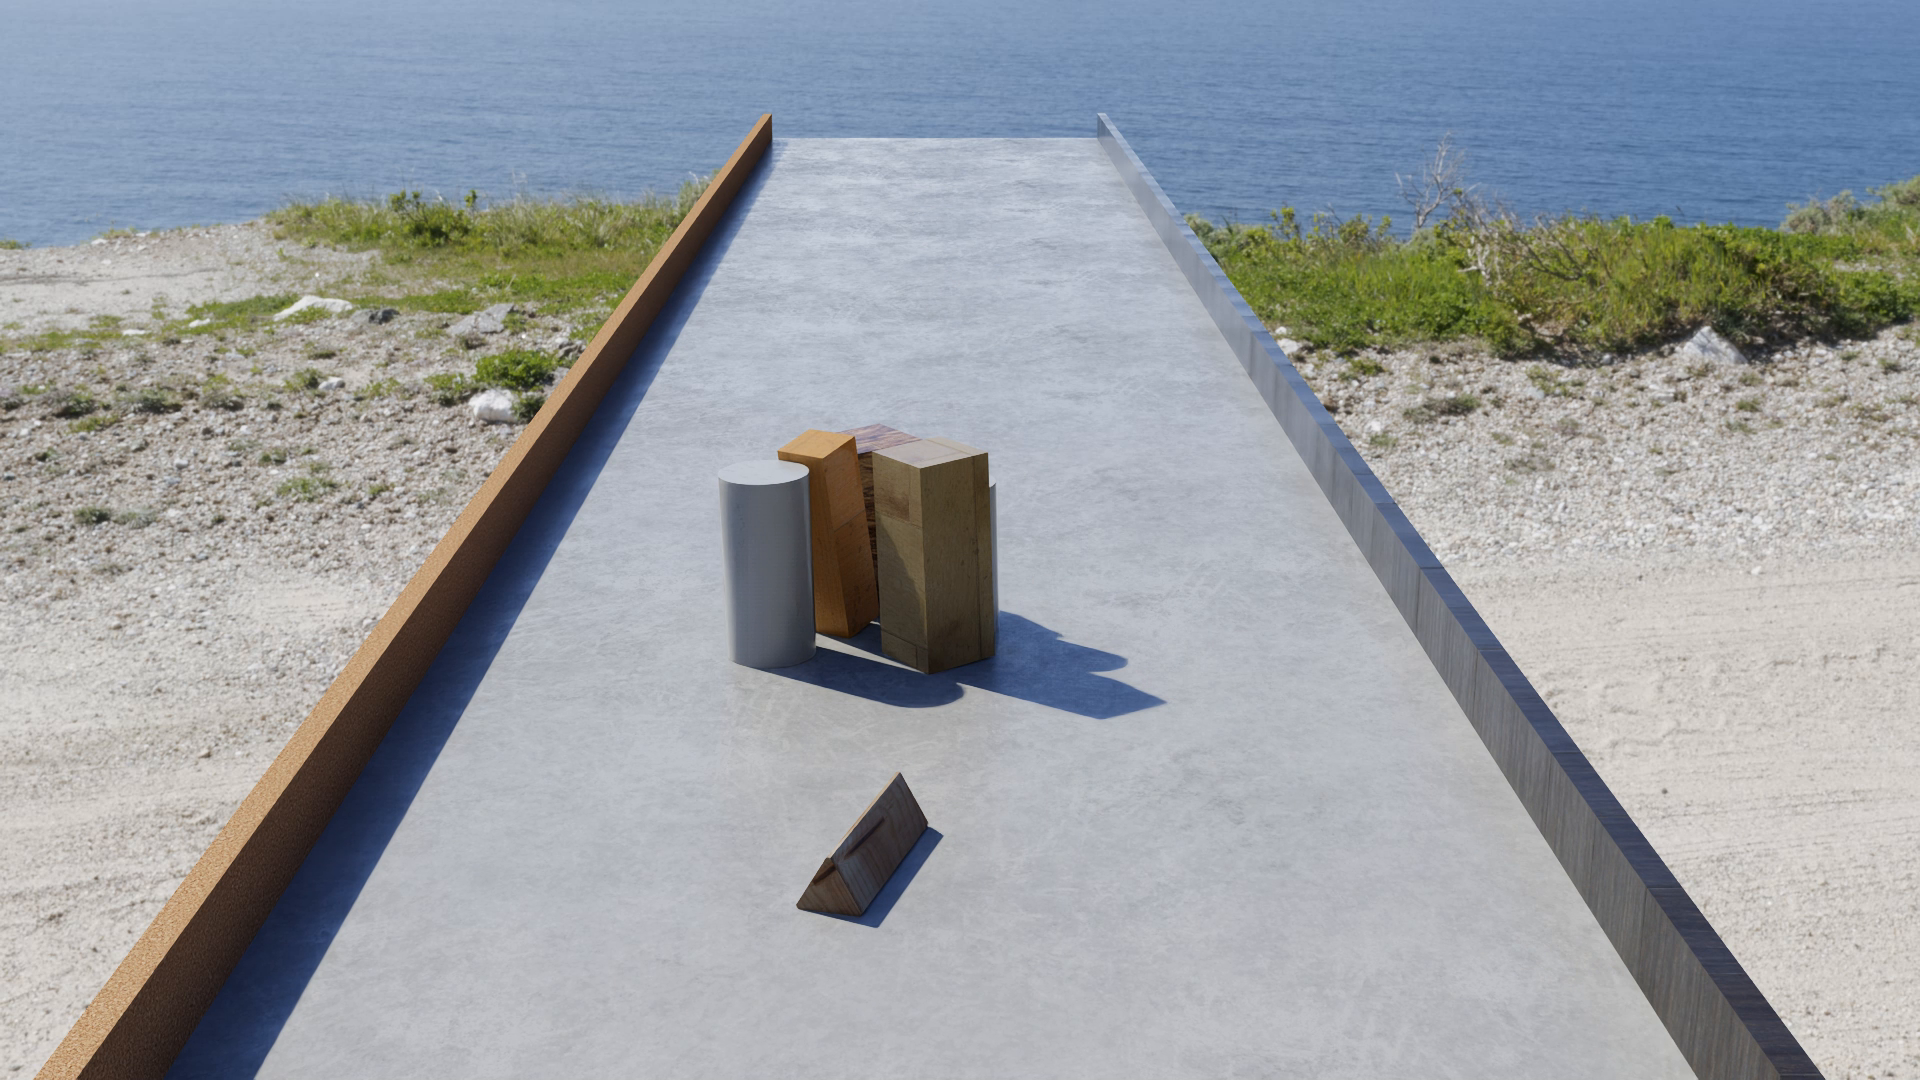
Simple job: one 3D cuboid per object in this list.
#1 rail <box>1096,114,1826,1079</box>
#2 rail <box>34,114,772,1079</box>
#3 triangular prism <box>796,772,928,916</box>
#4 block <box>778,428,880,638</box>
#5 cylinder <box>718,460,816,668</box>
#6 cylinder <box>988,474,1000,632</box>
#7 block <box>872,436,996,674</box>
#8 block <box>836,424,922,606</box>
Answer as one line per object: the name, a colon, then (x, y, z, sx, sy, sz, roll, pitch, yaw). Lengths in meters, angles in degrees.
rail: (0.932, -0.844, 7.801, 0.050, 0.150, 12.000, 0, 17, -1)
rail: (-1.118, -0.838, 7.780, 0.050, 0.150, 12.000, 0, 17, -1)
triangular prism: (-0.150, 0.472, 3.475, 0.103, 0.090, 0.349, 5, 17, 15)
block: (-0.268, -0.012, 4.519, 0.113, 0.411, 0.113, 10, 31, 31)
cylinder: (-0.384, 0.047, 4.395, 0.180, 0.380, 0.180, -1, 18, 0)
cylinder: (0.017, 0.031, 4.543, 0.123, 0.322, 0.123, -1, 21, 1)
block: (-0.051, 0.029, 4.375, 0.164, 0.424, 0.164, -15, 22, -34)
block: (-0.193, -0.043, 4.726, 0.177, 0.361, 0.177, -13, 21, -31)
